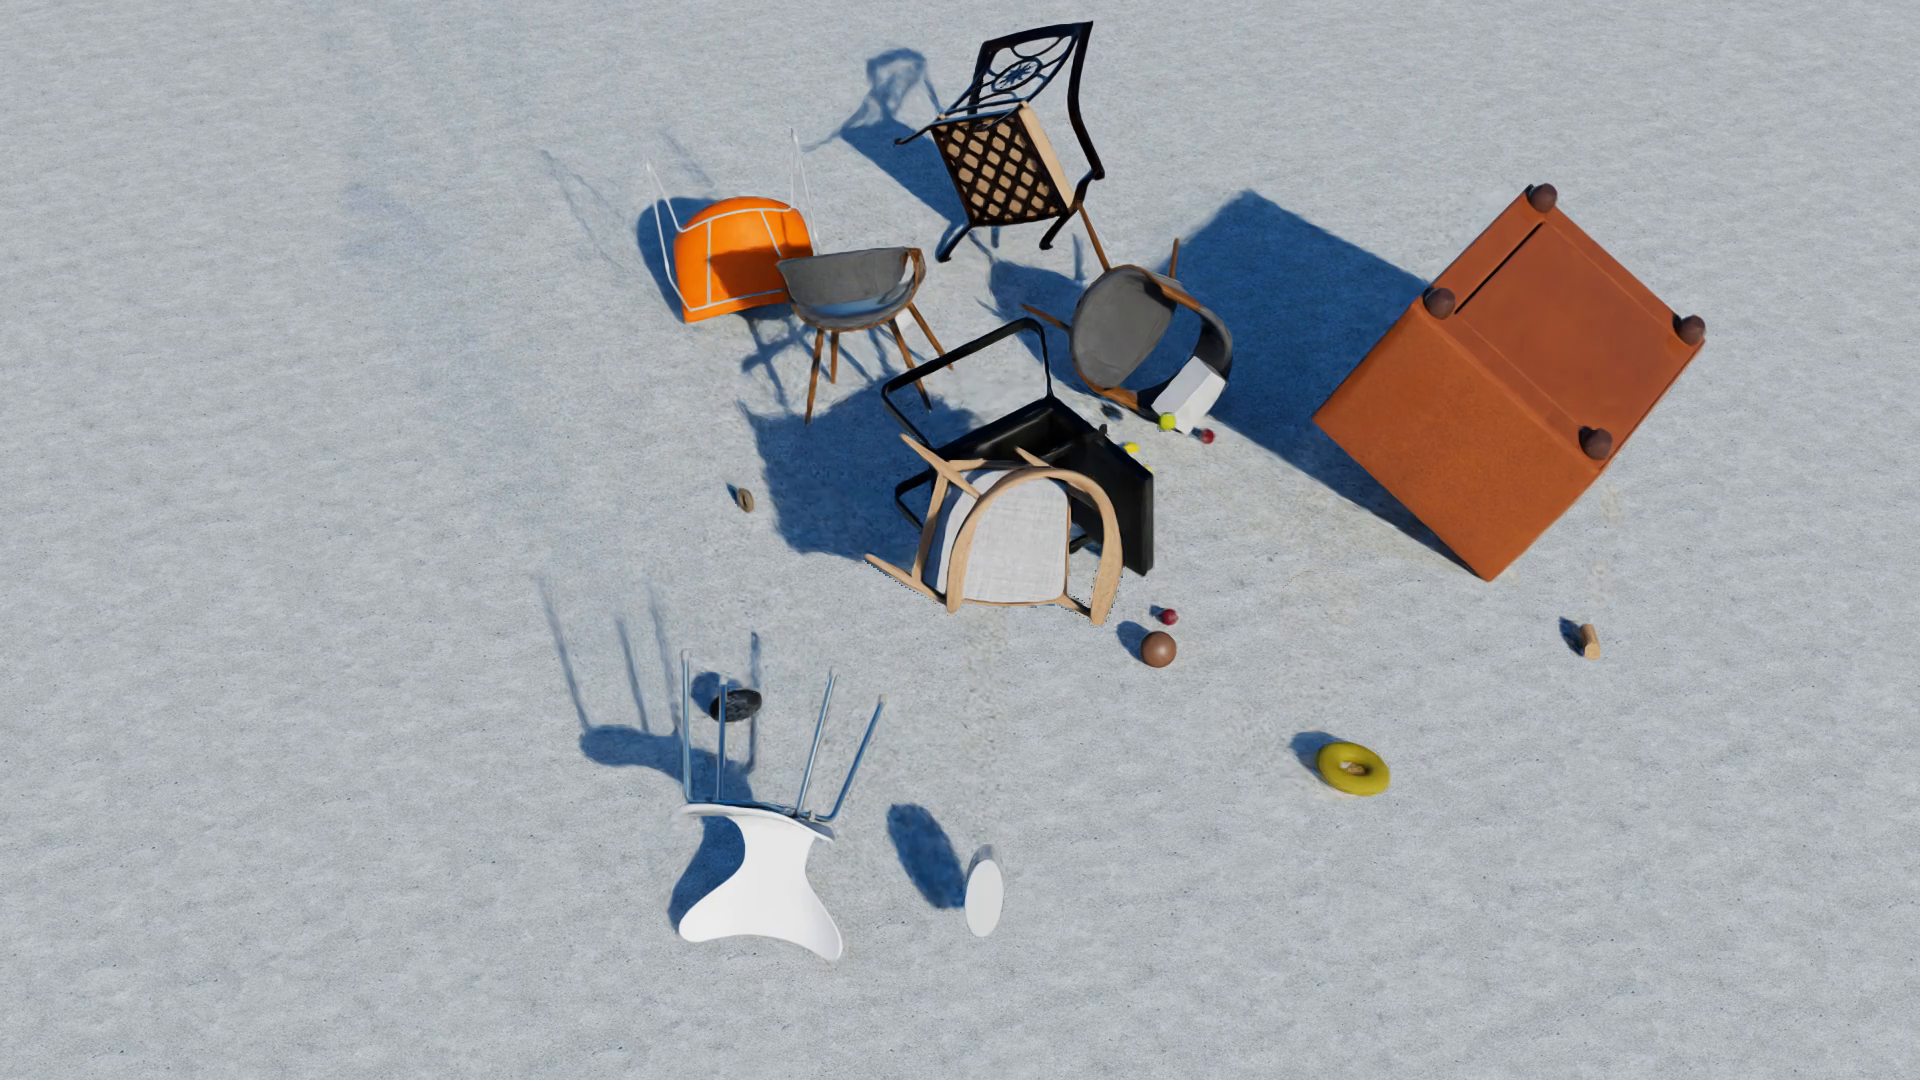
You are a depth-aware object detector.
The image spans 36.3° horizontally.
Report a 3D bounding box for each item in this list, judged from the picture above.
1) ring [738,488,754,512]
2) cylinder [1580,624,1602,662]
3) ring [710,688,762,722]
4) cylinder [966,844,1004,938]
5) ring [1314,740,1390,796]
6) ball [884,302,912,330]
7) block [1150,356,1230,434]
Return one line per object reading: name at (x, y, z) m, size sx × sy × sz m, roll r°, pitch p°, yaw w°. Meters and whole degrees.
ring at (-0.812, -0.150, 11.089) m, size 0.025 × 0.091 × 0.102 m, roll -16°, pitch 35°, yaw -31°
cylinder at (2.221, 0.360, 10.327) m, size 0.058 × 0.079 × 0.121 m, roll -16°, pitch 32°, yaw 11°
ring at (-0.760, 0.562, 9.937) m, size 0.171 × 0.200 × 0.053 m, roll 14°, pitch 53°, yaw -41°
cylinder at (0.074, 1.064, 8.925) m, size 0.112 × 0.239 × 0.220 m, roll 5°, pitch 7°, yaw 0°
ring at (1.300, 0.756, 9.715) m, size 0.261 × 0.062 × 0.216 m, roll 25°, pitch 43°, yaw 16°
ball at (-0.257, -0.936, 12.256) m, size 0.119 × 0.119 × 0.119 m, roll 0°, pitch 33°, yaw 0°
block at (0.906, -0.569, 11.516) m, size 0.114 × 0.265 × 0.161 m, roll 49°, pitch 14°, yaw 35°
